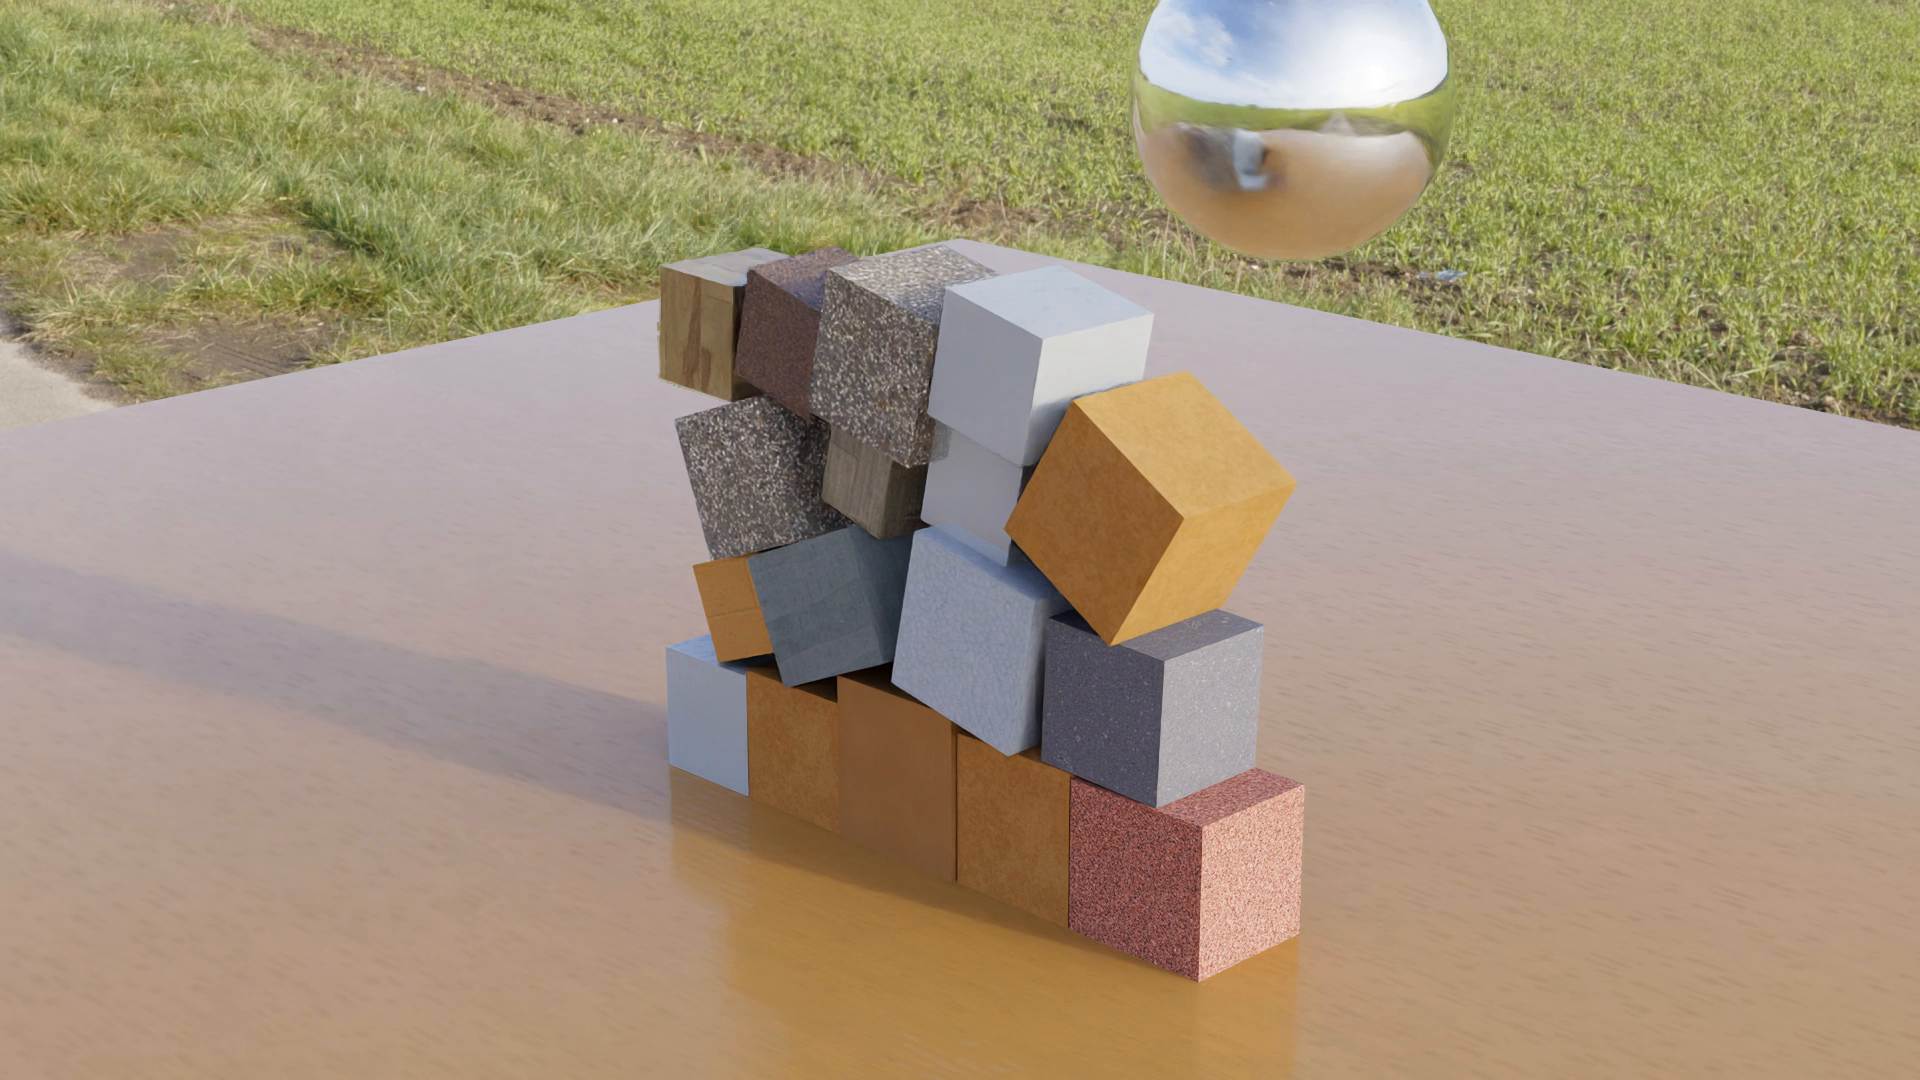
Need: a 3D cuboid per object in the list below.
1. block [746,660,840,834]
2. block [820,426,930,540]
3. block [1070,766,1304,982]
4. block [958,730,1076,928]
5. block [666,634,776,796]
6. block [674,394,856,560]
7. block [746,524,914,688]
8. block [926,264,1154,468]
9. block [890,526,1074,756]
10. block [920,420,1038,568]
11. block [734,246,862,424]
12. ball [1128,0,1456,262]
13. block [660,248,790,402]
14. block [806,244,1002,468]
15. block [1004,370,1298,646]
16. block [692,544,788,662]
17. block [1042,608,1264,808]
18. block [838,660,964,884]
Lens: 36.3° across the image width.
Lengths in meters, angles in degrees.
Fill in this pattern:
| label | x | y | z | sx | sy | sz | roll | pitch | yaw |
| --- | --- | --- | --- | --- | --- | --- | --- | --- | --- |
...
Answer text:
| label | x | y | z | sx | sy | sz | roll | pitch | yaw |
| --- | --- | --- | --- | --- | --- | --- | --- | --- | --- |
| block | -0.570 | 0.946 | 14.229 | 0.635 | 0.662 | 0.665 | -17 | 24 | -42 |
| block | -0.275 | -0.348 | 13.488 | 0.509 | 0.467 | 0.443 | -13 | 34 | -39 |
| block | 0.983 | 1.381 | 12.768 | 0.675 | 0.709 | 0.748 | -17 | 24 | -42 |
| block | 0.468 | 1.216 | 13.257 | 0.671 | 0.731 | 0.690 | -17 | 24 | -42 |
| block | -1.025 | 0.826 | 14.670 | 0.631 | 0.627 | 0.605 | -17 | 24 | -42 |
| block | -0.844 | -0.353 | 14.082 | 0.619 | 0.707 | 0.700 | -17 | 3 | -39 |
| block | -0.420 | 0.246 | 13.860 | 0.740 | 0.643 | 0.742 | -17 | 1 | -43 |
| block | 0.346 | -0.763 | 12.701 | 0.682 | 0.592 | 0.598 | -16 | 36 | -41 |
| block | 0.269 | 0.376 | 13.175 | 0.753 | 0.768 | 0.755 | -17 | 36 | -43 |
| block | 0.240 | -0.289 | 13.012 | 0.537 | 0.550 | 0.541 | 30 | 32 | 36 |
| block | -0.634 | -0.964 | 13.654 | 0.552 | 0.549 | 0.548 | -19 | 42 | -41 |
| ball | 1.623 | -2.169 | 14.361 | 1.600 | 1.600 | 1.600 | 0 | 17 | 0 |
| block | -1.034 | -1.046 | 14.148 | 0.522 | 0.559 | 0.636 | 20 | 25 | 41 |
| block | -0.155 | -0.837 | 13.196 | 0.668 | 0.692 | 0.729 | 31 | 33 | 35 |
| block | 0.805 | -0.144 | 12.462 | 0.732 | 0.757 | 0.728 | -17 | 56 | -43 |
| block | -0.867 | 0.264 | 14.335 | 0.577 | 0.493 | 0.526 | -17 | 3 | -43 |
| block | 0.831 | 0.664 | 12.703 | 0.670 | 0.668 | 0.650 | 20 | 26 | 41 |
| block | -0.058 | 1.022 | 13.728 | 0.702 | 0.818 | 0.749 | -17 | 24 | -42 |
